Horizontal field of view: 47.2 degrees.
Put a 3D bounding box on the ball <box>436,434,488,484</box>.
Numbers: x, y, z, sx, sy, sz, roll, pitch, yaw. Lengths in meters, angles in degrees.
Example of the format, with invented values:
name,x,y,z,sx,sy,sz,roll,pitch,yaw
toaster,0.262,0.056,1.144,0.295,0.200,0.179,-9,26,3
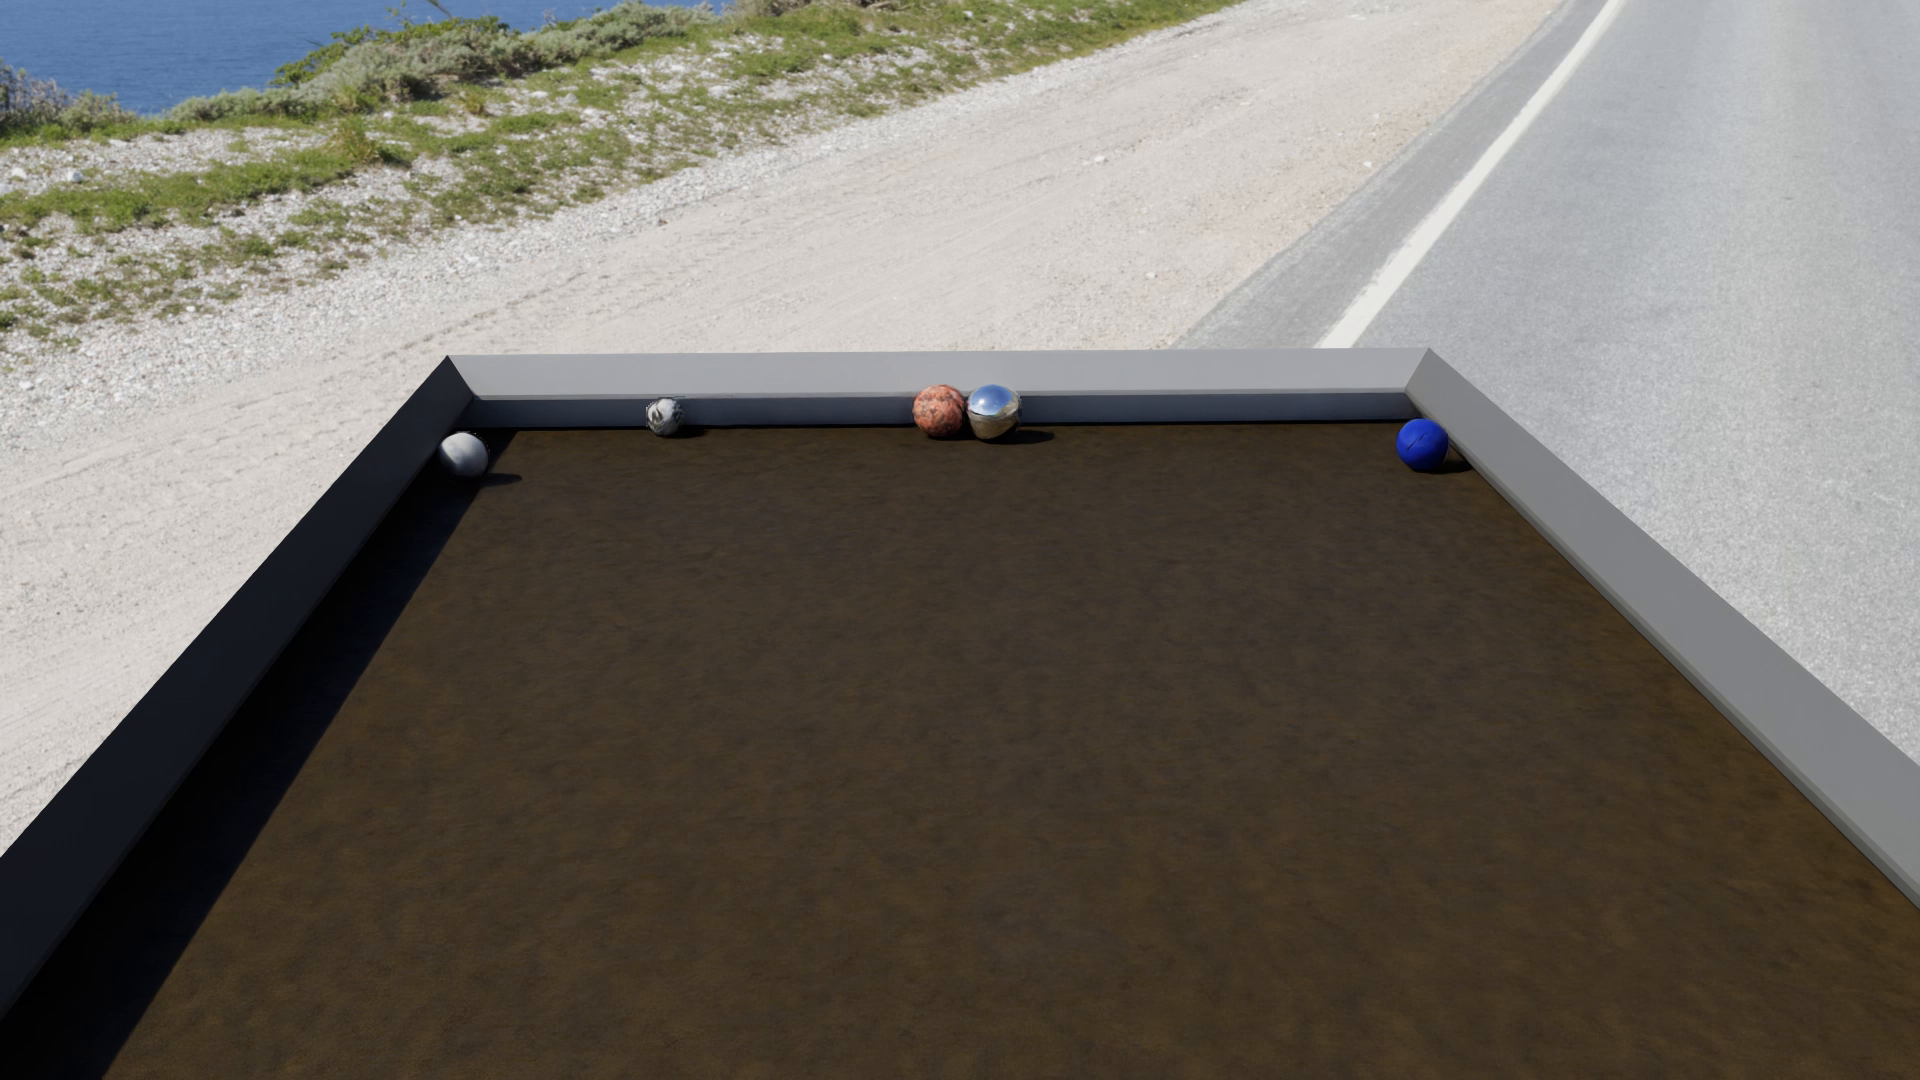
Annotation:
name,x,y,z,sx,sy,sz,roll,pitch,yaw
ball,-0.676,-0.111,2.985,0.069,0.069,0.069,0,17,0

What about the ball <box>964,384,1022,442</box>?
name,x,y,z,sx,sy,sz,roll,pitch,yaw
ball,0.048,-0.186,3.207,0.084,0.084,0.084,0,17,0

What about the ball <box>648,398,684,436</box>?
name,x,y,z,sx,sy,sz,roll,pitch,yaw
ball,-0.433,-0.180,3.239,0.055,0.055,0.055,0,17,0

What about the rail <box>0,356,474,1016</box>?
name,x,y,z,sx,sy,sz,roll,pitch,yaw
rail,-0.685,0.200,1.885,0.045,0.109,2.920,-1,17,-2

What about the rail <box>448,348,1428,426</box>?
name,x,y,z,sx,sy,sz,roll,pitch,yaw
rail,-0.026,-0.223,3.284,1.473,0.109,0.045,-1,17,-2

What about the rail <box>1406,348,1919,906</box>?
name,x,y,z,sx,sy,sz,roll,pitch,yaw
rail,0.739,0.185,1.935,0.045,0.109,2.920,-1,17,-2

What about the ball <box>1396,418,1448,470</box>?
name,x,y,z,sx,sy,sz,roll,pitch,yaw
ball,0.641,-0.133,3.052,0.072,0.072,0.072,0,17,0

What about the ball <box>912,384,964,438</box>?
name,x,y,z,sx,sy,sz,roll,pitch,yaw
ball,-0.030,-0.190,3.231,0.078,0.078,0.078,0,17,0
